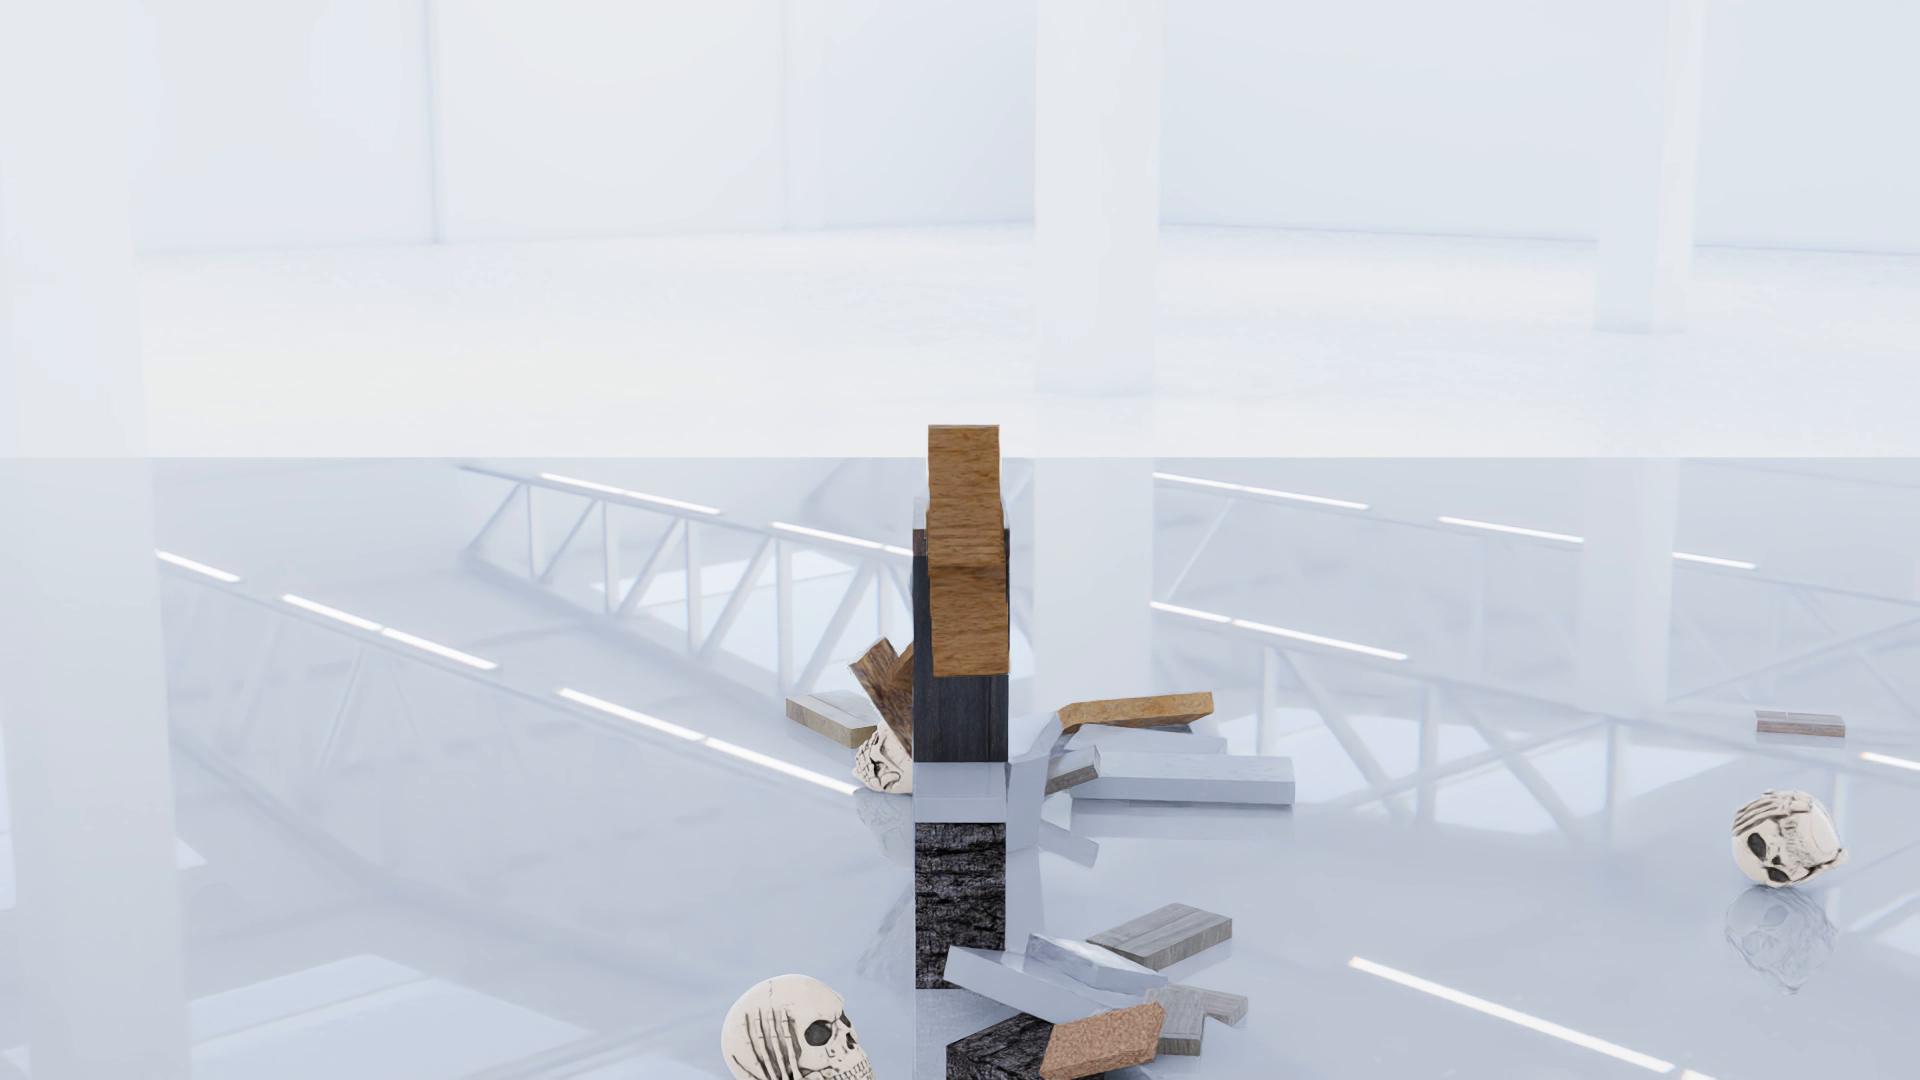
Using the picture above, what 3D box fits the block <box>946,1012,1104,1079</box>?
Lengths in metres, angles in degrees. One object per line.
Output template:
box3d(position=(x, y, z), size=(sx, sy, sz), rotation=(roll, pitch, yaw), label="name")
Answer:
box3d(position=(0.276, 0.729, 2.788), size=(0.648, 0.049, 0.172), rotation=(10, 14, 42), label="block")

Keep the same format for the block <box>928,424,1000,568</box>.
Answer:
box3d(position=(0.007, -0.064, 3.178), size=(0.102, 0.204, 0.029), rotation=(-1, 13, 1), label="block")

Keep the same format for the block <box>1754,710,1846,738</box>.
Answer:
box3d(position=(1.784, 0.390, 4.677), size=(0.175, 0.025, 0.087), rotation=(3, 11, 15), label="block")

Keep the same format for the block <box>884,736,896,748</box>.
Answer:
box3d(position=(-0.092, 0.421, 4.534), size=(0.121, 0.017, 0.061), rotation=(1, 11, 5), label="block")

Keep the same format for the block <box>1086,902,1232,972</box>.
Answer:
box3d(position=(0.311, 0.620, 3.421), size=(0.113, 0.032, 0.225), rotation=(9, 14, 42), label="block")

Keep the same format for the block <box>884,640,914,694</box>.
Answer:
box3d(position=(-0.047, 0.214, 3.919), size=(0.102, 0.029, 0.204), rotation=(15, -37, -20), label="block")

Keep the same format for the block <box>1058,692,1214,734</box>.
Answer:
box3d(position=(0.359, 0.364, 4.609), size=(0.309, 0.044, 0.154), rotation=(-3, -13, -17), label="block")

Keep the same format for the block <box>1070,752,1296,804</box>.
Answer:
box3d(position=(0.424, 0.452, 4.196), size=(0.419, 0.044, 0.154), rotation=(1, 12, 5), label="block")

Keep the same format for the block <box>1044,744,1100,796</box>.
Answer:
box3d(position=(0.163, 0.447, 4.132), size=(0.202, 0.029, 0.101), rotation=(-20, 14, 11), label="block")

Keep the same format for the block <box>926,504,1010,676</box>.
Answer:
box3d(position=(0.012, 0.074, 3.241), size=(0.112, 0.251, 0.032), rotation=(-2, 13, 1), label="block")

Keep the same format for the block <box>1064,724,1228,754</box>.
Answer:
box3d(position=(0.371, 0.426, 4.389), size=(0.298, 0.042, 0.149), rotation=(4, 17, 19), label="block")

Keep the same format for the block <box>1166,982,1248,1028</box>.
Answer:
box3d(position=(0.326, 0.670, 3.175), size=(0.160, 0.023, 0.080), rotation=(5, 12, 27), label="block")

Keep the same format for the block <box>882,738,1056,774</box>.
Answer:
box3d(position=(0.019, 0.426, 4.381), size=(0.309, 0.044, 0.154), rotation=(4, 18, 21), label="block")

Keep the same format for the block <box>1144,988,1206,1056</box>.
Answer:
box3d(position=(0.277, 0.628, 2.868), size=(0.080, 0.023, 0.160), rotation=(2, 11, 9), label="block")

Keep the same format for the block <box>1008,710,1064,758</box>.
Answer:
box3d(position=(0.080, 0.421, 4.195), size=(0.149, 0.042, 0.298), rotation=(-12, 17, 25), label="block")

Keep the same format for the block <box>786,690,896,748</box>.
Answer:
box3d(position=(-0.237, 0.379, 4.688), size=(0.149, 0.042, 0.298), rotation=(-6, 12, -30), label="block")

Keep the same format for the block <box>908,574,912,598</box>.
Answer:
box3d(position=(-0.017, 0.158, 3.782), size=(0.102, 0.029, 0.317), rotation=(-1, -35, 7), label="block")

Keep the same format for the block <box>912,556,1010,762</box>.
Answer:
box3d(position=(0.001, 0.175, 3.344), size=(0.145, 0.327, 0.041), rotation=(0, 12, 0), label="block")

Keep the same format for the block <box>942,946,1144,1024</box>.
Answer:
box3d(position=(0.153, 0.641, 3.081), size=(0.172, 0.049, 0.345), rotation=(15, -4, -40), label="block")

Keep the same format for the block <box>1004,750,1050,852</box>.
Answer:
box3d(position=(0.106, 0.462, 3.877), size=(0.087, 0.175, 0.025), rotation=(-8, 24, -38), label="block")

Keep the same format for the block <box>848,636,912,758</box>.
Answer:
box3d(position=(-0.087, 0.329, 4.050), size=(0.025, 0.309, 0.087), rotation=(-20, 17, 51), label="block")

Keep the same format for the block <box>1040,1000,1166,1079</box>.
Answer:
box3d(position=(0.181, 0.641, 2.805), size=(0.160, 0.023, 0.080), rotation=(-22, 26, 31), label="block")

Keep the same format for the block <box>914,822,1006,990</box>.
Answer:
box3d(position=(0.000, 0.532, 3.254), size=(0.133, 0.265, 0.038), rotation=(0, 11, 0), label="block")

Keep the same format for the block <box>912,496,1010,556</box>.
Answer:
box3d(position=(0.000, -0.023, 3.401), size=(0.145, 0.041, 0.290), rotation=(0, 11, -1), label="block")

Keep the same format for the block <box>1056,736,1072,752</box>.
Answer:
box3d(position=(0.217, 0.421, 4.531), size=(0.122, 0.017, 0.061), rotation=(-1, 11, -7), label="block")

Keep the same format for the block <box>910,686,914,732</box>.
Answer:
box3d(position=(-0.004, 0.260, 3.688), size=(0.149, 0.042, 0.298), rotation=(0, 11, 0), label="block")

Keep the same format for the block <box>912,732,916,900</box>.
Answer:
box3d(position=(-0.003, 0.446, 3.625), size=(0.149, 0.298, 0.042), rotation=(0, 12, 0), label="block")

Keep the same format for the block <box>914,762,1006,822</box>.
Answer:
box3d(position=(0.001, 0.367, 3.314), size=(0.133, 0.038, 0.265), rotation=(0, 11, 0), label="block")

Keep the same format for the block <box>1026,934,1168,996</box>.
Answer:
box3d(position=(0.194, 0.613, 3.167), size=(0.112, 0.032, 0.225), rotation=(14, -4, -23), label="block")

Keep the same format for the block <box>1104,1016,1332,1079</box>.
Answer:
box3d(position=(0.353, 0.690, 2.731), size=(0.172, 0.049, 0.345), rotation=(-7, 13, -33), label="block")
